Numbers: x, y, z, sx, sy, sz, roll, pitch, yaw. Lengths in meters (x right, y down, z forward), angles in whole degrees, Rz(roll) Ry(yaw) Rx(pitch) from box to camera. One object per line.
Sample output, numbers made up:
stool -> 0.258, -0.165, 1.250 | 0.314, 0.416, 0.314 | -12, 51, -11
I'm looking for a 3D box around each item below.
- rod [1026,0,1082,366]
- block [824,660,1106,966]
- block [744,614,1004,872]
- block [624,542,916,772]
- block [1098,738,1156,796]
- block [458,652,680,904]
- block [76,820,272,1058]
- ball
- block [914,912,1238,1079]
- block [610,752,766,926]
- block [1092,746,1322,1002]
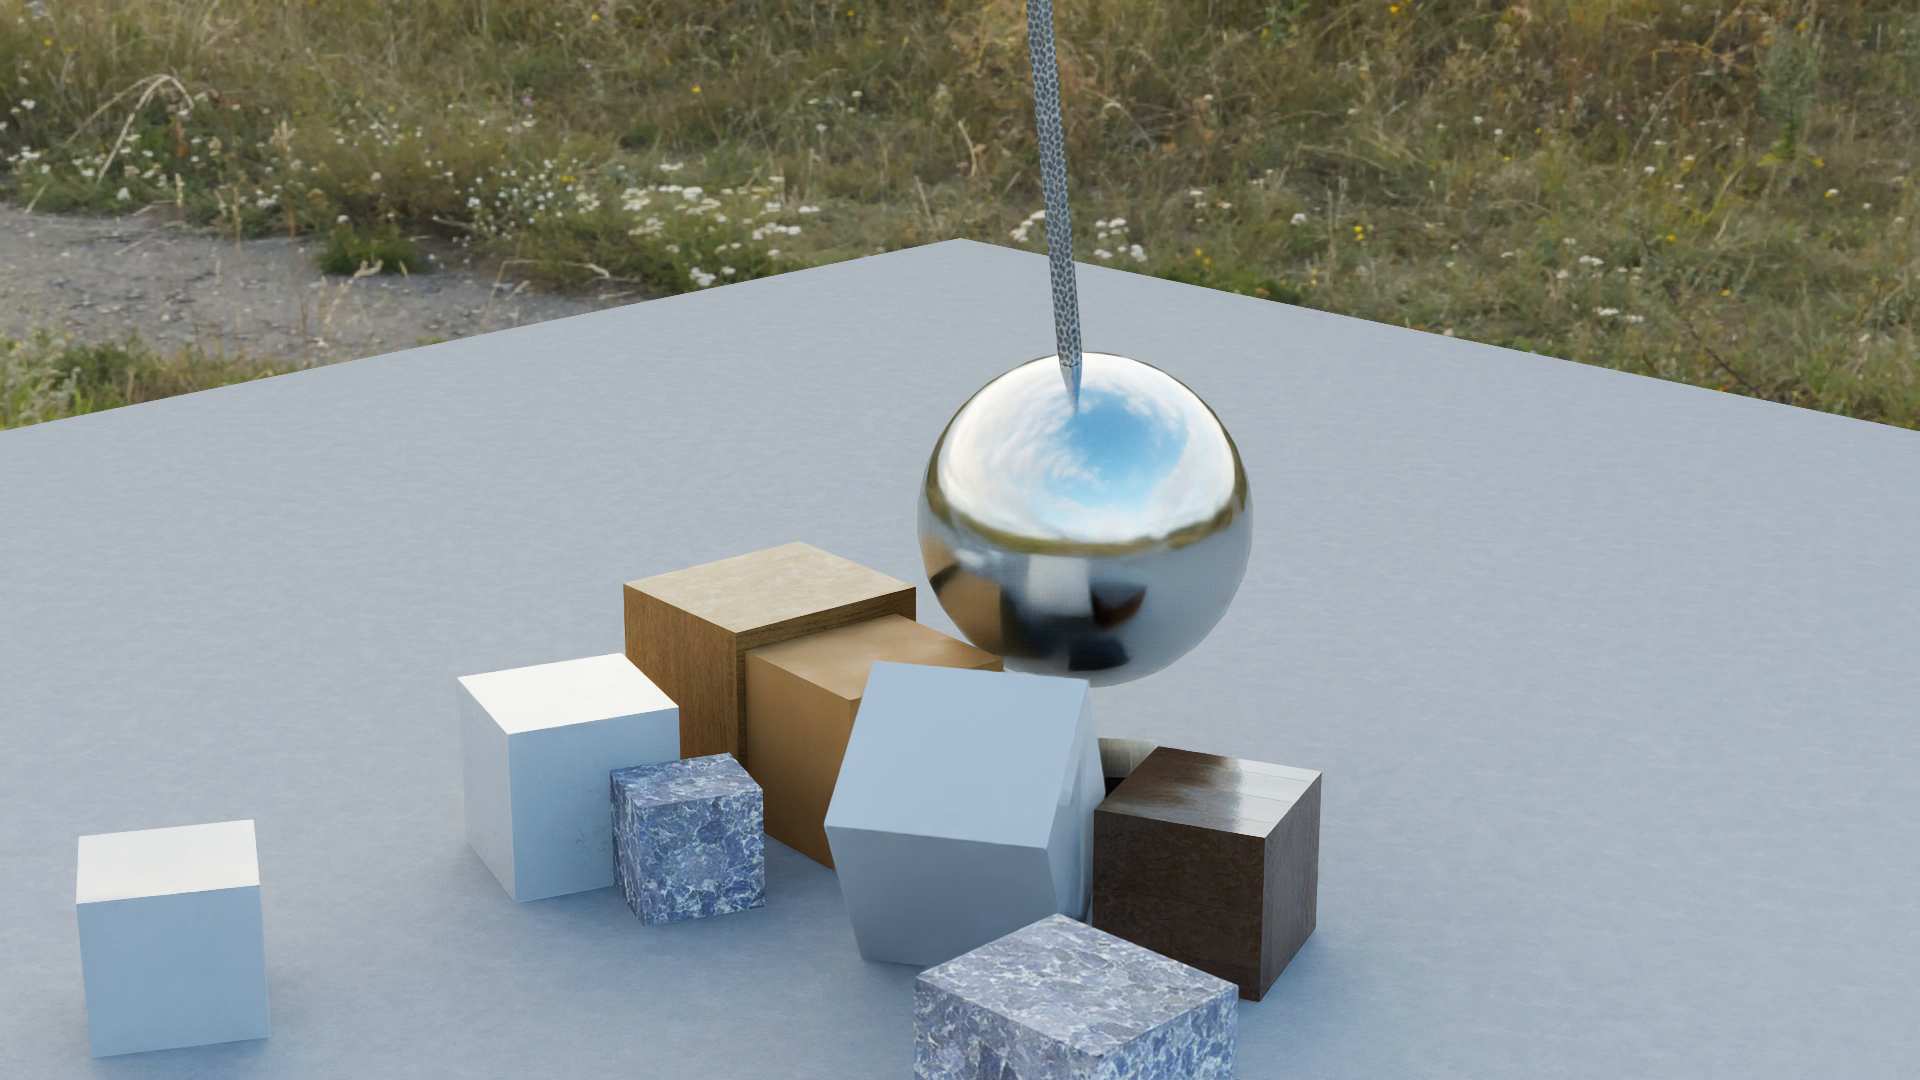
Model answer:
rod -> 0.257, -3.206, 12.604 | 0.080, 5.200, 0.080 | 17, 32, 42
block -> 0.054, 1.192, 12.416 | 0.930, 0.973, 0.864 | 5, 49, 14
block -> -0.403, 0.957, 13.834 | 0.884, 0.879, 0.836 | -13, 22, -36
block -> -0.935, 0.688, 14.520 | 1.079, 0.981, 0.954 | -14, 22, -37
block -> 0.683, 1.233, 13.627 | 0.449, 0.477, 0.487 | 1, 17, 3
block -> -1.801, 1.083, 13.542 | 0.798, 0.813, 0.801 | -8, 19, -24
block -> -3.229, 1.626, 12.051 | 0.706, 0.672, 0.693 | -5, 18, -14
ball -> 0.594, -0.095, 13.934 | 1.600, 1.600, 1.600 | 0, 17, 0
block -> 0.413, 1.984, 10.608 | 0.879, 0.855, 0.757 | 16, 24, 42
block -> -1.223, 1.337, 13.149 | 0.564, 0.564, 0.478 | -7, 19, -21
block -> 1.063, 1.419, 12.594 | 0.750, 0.741, 0.789 | 8, 19, 23
